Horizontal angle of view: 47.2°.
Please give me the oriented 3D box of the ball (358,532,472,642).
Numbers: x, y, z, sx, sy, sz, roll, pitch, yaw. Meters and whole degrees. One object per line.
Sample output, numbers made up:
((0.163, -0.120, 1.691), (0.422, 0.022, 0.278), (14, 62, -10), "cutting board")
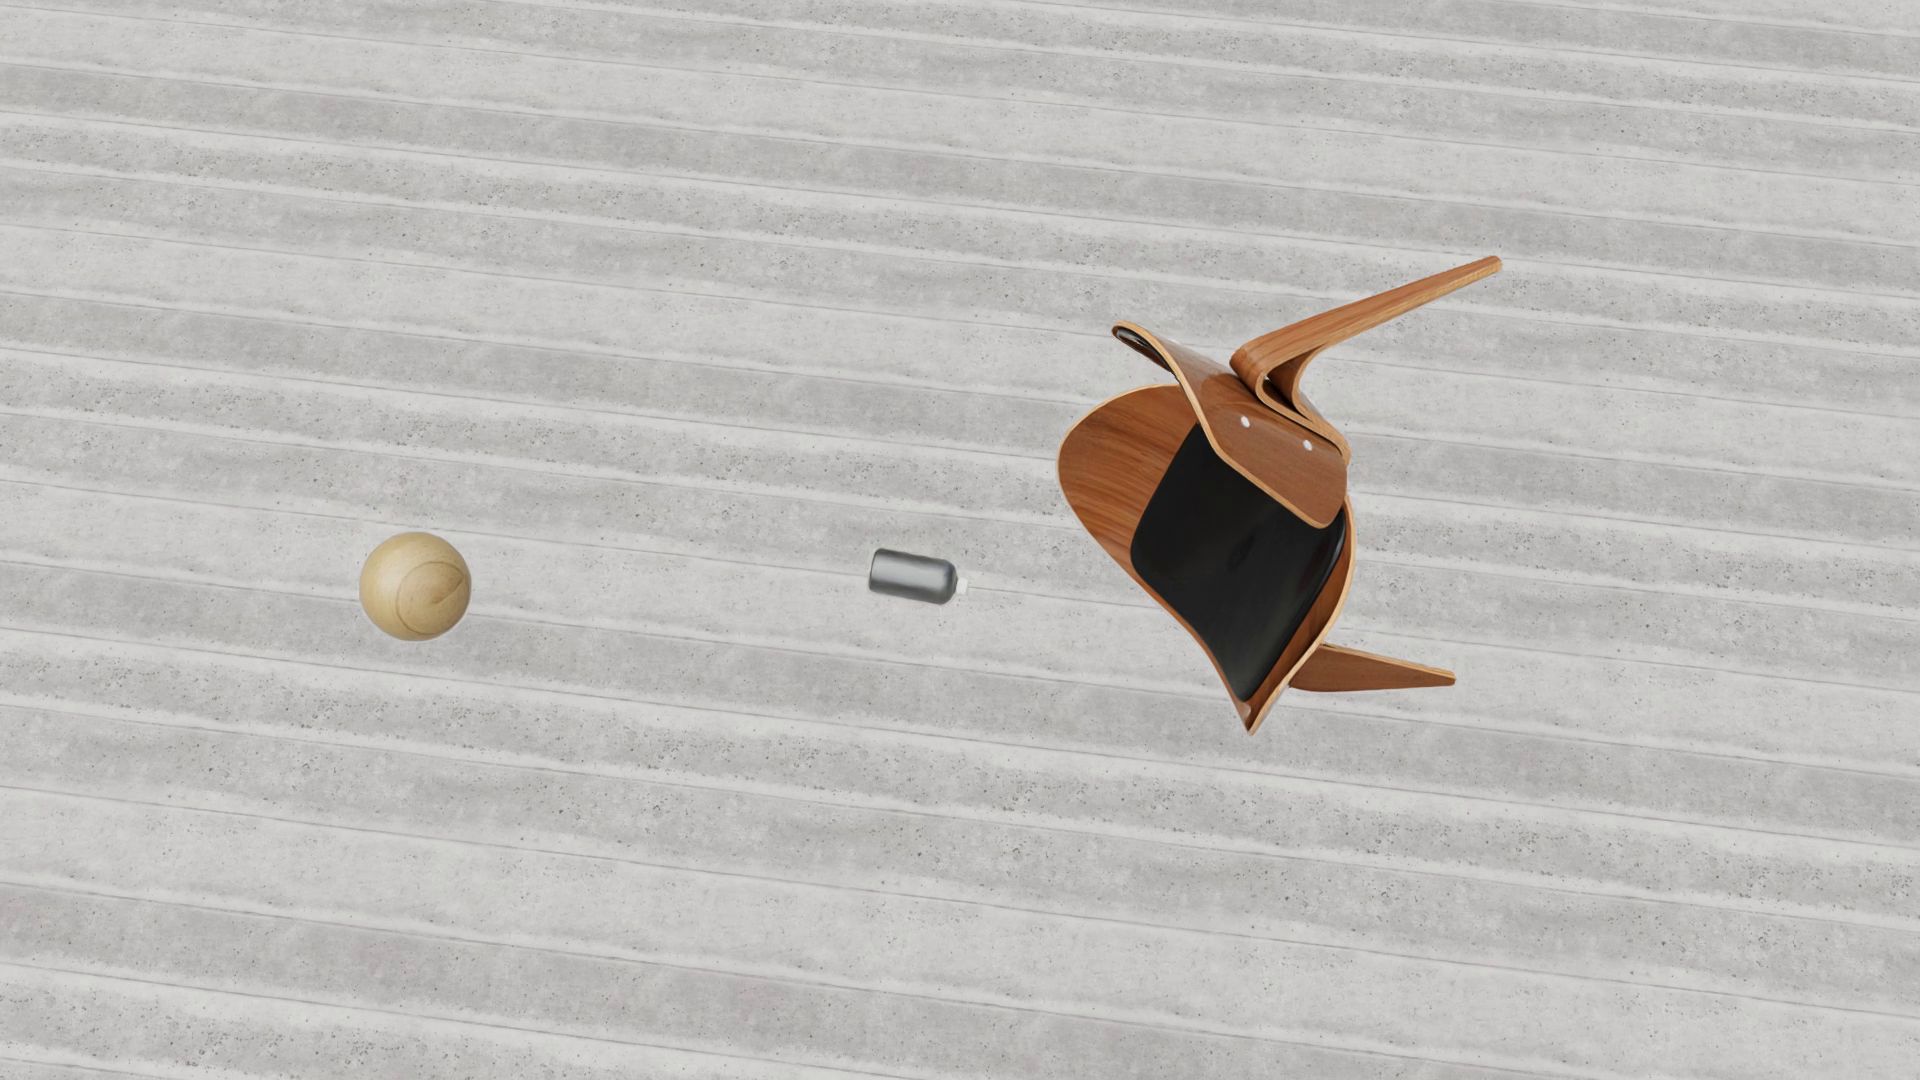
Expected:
((-0.999, 0.085, 4.036), (0.202, 0.202, 0.202), (0, 56, 0), "ball")
